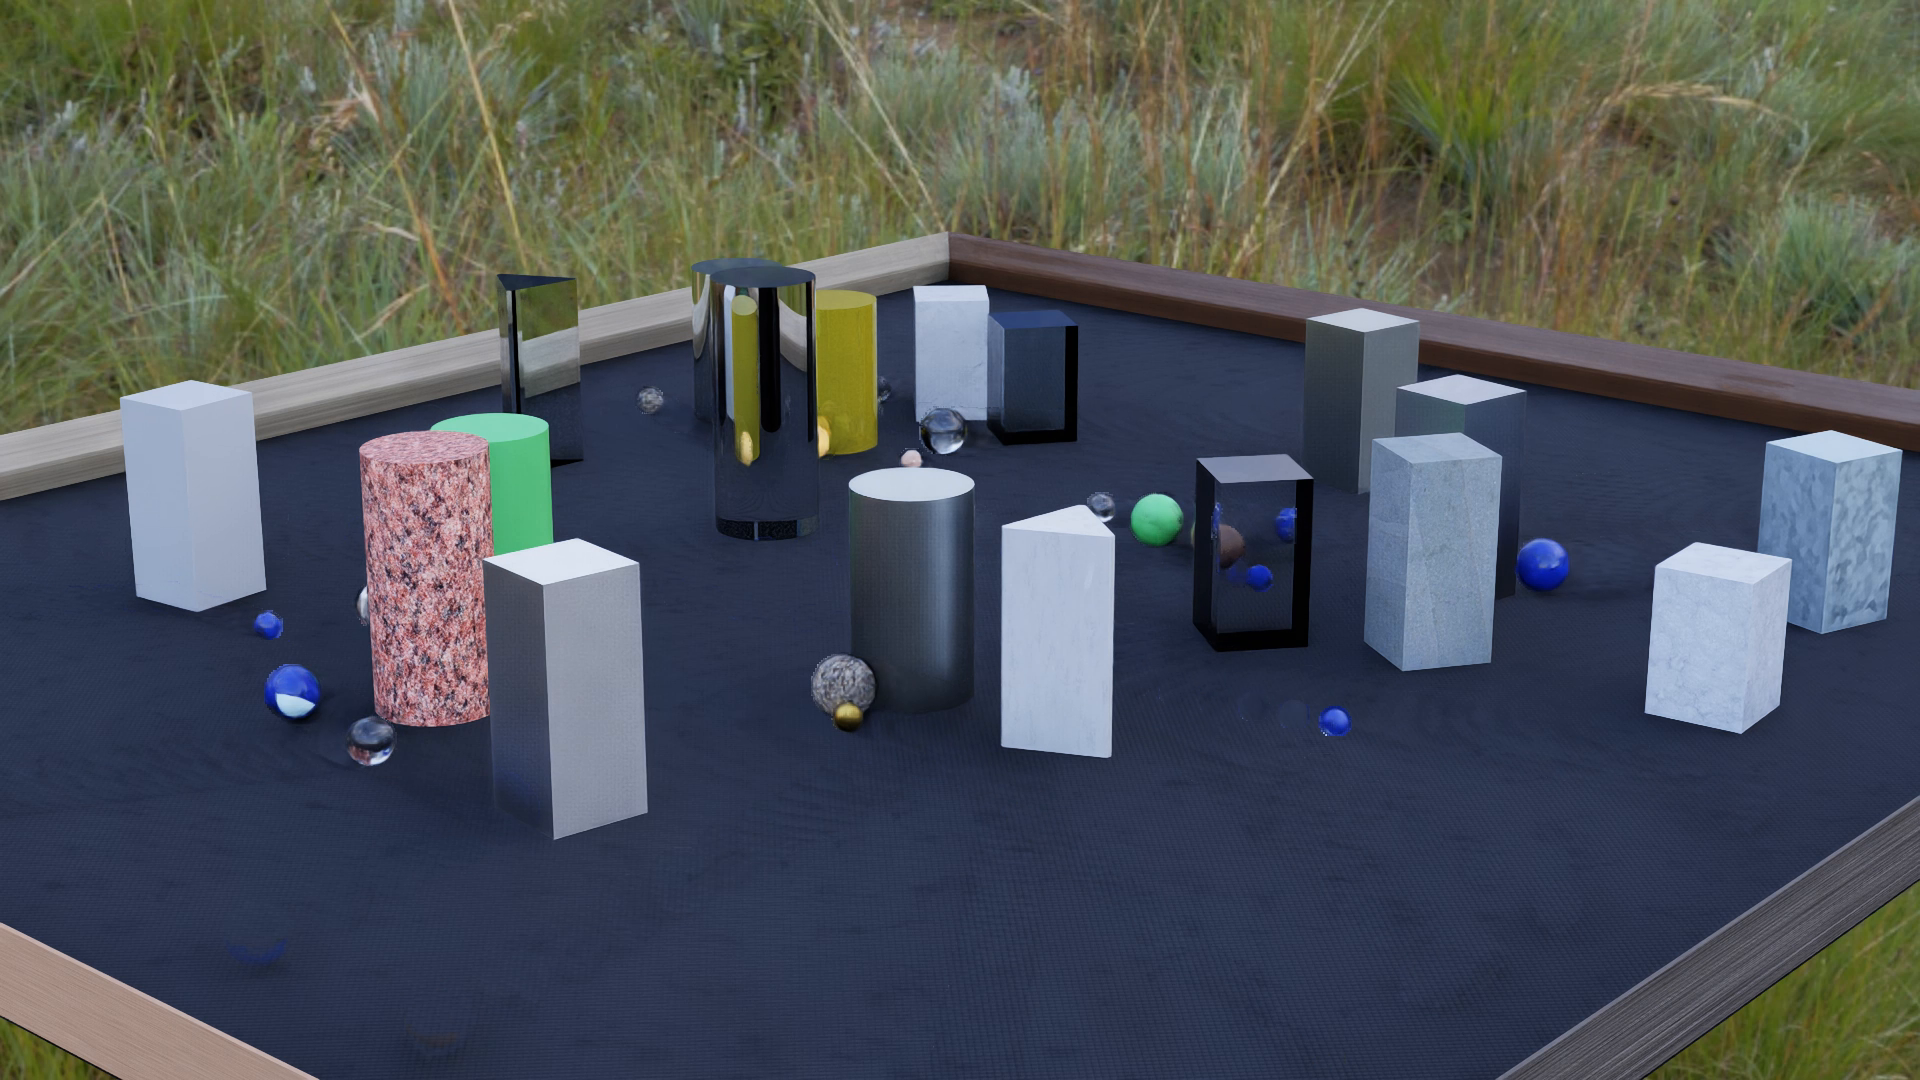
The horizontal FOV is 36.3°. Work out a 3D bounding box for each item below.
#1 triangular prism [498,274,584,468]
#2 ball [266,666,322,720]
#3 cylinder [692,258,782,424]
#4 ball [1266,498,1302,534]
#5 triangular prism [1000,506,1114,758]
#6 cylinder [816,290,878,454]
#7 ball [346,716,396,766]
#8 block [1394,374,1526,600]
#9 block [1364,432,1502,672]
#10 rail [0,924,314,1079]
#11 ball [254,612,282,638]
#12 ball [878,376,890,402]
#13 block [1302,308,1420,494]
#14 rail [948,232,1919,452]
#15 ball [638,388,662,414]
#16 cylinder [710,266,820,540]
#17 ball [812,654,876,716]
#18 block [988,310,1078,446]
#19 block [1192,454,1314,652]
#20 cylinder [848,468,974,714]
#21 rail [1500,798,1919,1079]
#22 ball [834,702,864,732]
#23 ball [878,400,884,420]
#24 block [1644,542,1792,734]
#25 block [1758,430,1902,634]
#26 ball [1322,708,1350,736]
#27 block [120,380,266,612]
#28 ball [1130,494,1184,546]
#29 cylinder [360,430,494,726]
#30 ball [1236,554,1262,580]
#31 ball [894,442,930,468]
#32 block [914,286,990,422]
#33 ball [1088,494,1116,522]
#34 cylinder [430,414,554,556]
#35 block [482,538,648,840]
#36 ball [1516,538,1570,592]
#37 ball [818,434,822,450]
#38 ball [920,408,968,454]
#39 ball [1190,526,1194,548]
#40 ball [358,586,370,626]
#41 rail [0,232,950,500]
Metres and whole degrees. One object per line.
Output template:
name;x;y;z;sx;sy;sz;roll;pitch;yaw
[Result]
triangular prism;-0.881;-0.342;5.930;0.147;0.377;0.169;16;23;43
ball;-1.027;0.236;4.524;0.083;0.083;0.083;0;17;0
cylinder;-0.476;-0.428;6.308;0.195;0.324;0.195;0;17;0
ball;0.605;-0.044;5.476;0.069;0.069;0.069;0;17;0
triangular prism;0.164;0.132;4.414;0.169;0.344;0.147;5;17;16
cylinder;-0.269;-0.349;6.078;0.195;0.305;0.195;0;17;0
ball;-0.872;0.297;4.337;0.072;0.072;0.072;0;17;0
block;0.862;-0.083;5.089;0.156;0.367;0.156;-13;21;-37
block;0.770;0.018;4.787;0.156;0.348;0.156;-5;17;-15
rail;-1.310;0.467;3.676;3.594;0.127;0.045;14;22;39
ball;-1.156;0.143;4.898;0.044;0.044;0.044;0;17;0
ball;-0.182;-0.333;6.455;0.057;0.057;0.057;0;17;0
block;0.791;-0.277;5.804;0.156;0.325;0.156;-13;21;-37
rail;1.310;-0.404;6.564;3.594;0.127;0.045;14;22;39
ball;-0.672;-0.301;6.354;0.055;0.055;0.055;0;17;0
cylinder;-0.363;-0.256;5.469;0.195;0.479;0.195;0;17;0
ball;-0.178;0.226;4.529;0.098;0.098;0.098;0;17;0
block;0.151;-0.342;6.155;0.156;0.248;0.156;-4;17;-12
block;0.486;0.020;4.880;0.156;0.289;0.156;-3;17;-10
cylinder;-0.075;0.077;4.598;0.195;0.343;0.195;0;17;0
rail;1.339;0.367;4.007;0.045;0.127;4.043;14;22;39
ball;-0.170;0.271;4.474;0.044;0.044;0.044;0;17;0
ball;-0.196;-0.278;6.260;0.064;0.064;0.064;0;17;0
block;1.174;0.149;4.540;0.156;0.239;0.156;12;20;34
block;1.473;-0.015;4.985;0.156;0.298;0.156;-10;19;-30
ball;0.571;0.277;4.458;0.042;0.042;0.042;0;17;0
block;-1.330;-0.078;5.090;0.156;0.357;0.156;11;20;33
ball;0.363;-0.037;5.405;0.096;0.096;0.096;0;17;0
cylinder;-0.817;0.058;4.532;0.195;0.418;0.195;0;17;0
ball;0.514;0.049;5.209;0.045;0.045;0.045;0;17;0
ball;-0.097;-0.160;5.906;0.072;0.072;0.072;0;17;0
block;-0.020;-0.403;6.330;0.156;0.263;0.156;-1;17;-2
ball;0.269;-0.060;5.554;0.054;0.054;0.054;0;17;0
cylinder;-0.786;-0.026;4.947;0.195;0.339;0.195;0;17;0
block;-0.554;0.207;4.121;0.156;0.371;0.156;-14;22;-38
ball;1.018;0.043;5.120;0.093;0.093;0.093;0;17;0
ball;-0.301;-0.200;5.986;0.042;0.042;0.042;0;17;0
ball;-0.033;-0.225;6.028;0.096;0.096;0.096;0;17;0
ball;0.459;-0.006;5.331;0.081;0.081;0.081;0;17;0
ball;-0.974;0.109;4.945;0.082;0.082;0.082;0;17;0
rail;-1.339;-0.304;6.233;0.045;0.127;4.043;14;22;39
